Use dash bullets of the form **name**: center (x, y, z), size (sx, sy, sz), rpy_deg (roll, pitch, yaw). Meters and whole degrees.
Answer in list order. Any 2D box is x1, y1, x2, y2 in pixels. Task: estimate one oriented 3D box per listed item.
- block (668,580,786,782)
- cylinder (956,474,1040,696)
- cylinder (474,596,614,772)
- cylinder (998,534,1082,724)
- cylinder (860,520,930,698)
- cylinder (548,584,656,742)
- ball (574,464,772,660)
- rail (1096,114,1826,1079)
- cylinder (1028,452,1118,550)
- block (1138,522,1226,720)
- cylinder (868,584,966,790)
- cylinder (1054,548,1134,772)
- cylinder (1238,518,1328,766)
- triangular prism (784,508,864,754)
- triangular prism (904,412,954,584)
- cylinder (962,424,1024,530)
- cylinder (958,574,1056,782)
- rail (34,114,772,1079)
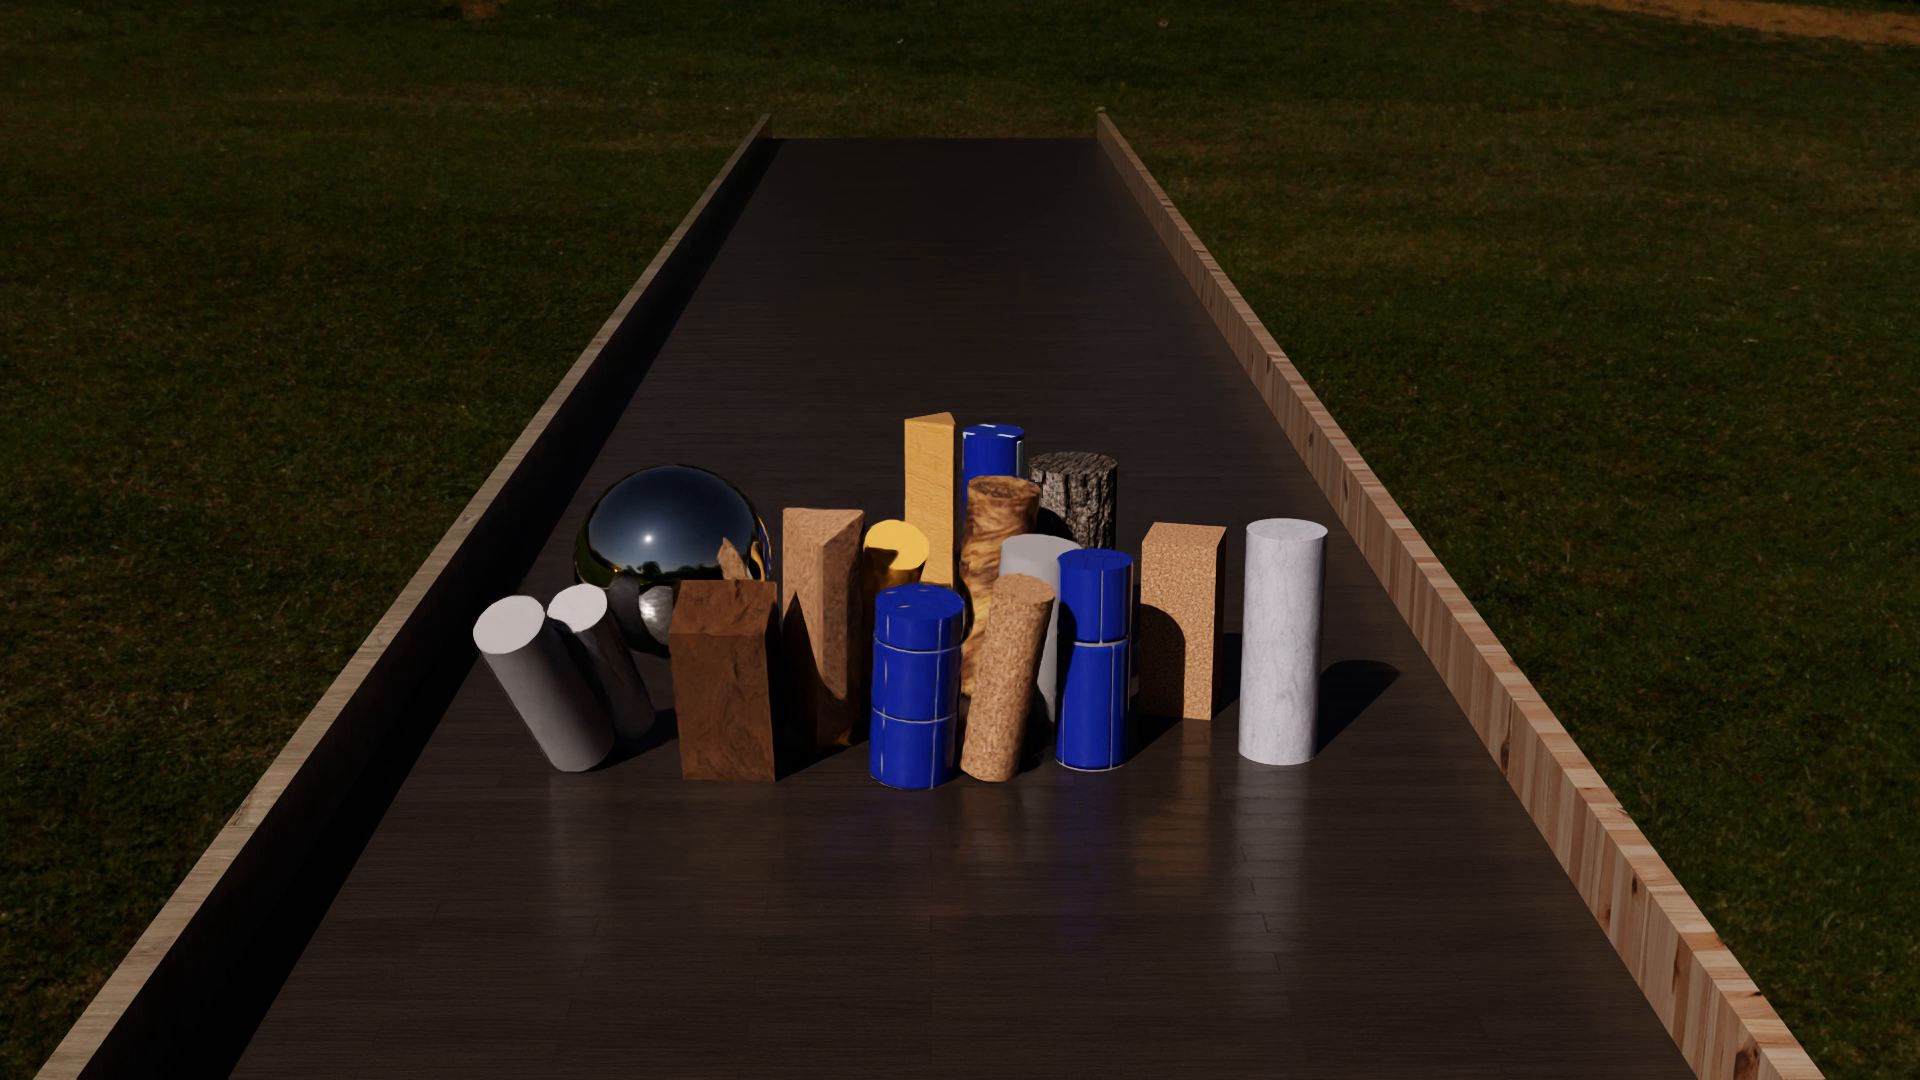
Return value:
- **block**: center (-0.399, 0.244, 3.803), size (0.162, 0.311, 0.162), rpy_deg (1, 33, 3)
- **cylinder**: center (0.063, 0.089, 4.194), size (0.137, 0.404, 0.137), rpy_deg (5, 20, -2)
- **cylinder**: center (-0.709, 0.250, 3.767), size (0.125, 0.343, 0.125), rpy_deg (-9, 48, 10)
- **cylinder**: center (0.138, 0.165, 4.090), size (0.152, 0.319, 0.152), rpy_deg (5, 19, -2)
- **cylinder**: center (-0.158, 0.133, 4.101), size (0.118, 0.389, 0.118), rpy_deg (9, 48, -10)
- **cylinder**: center (-0.630, 0.221, 3.885), size (0.106, 0.329, 0.106), rpy_deg (-6, 50, 7)
- **ball**: center (-0.518, 0.040, 3.979), size (0.358, 0.358, 0.358), rpy_deg (0, 17, 0)
- **rail**: center (0.932, -0.844, 7.801), size (0.050, 0.150, 12.000), rpy_deg (0, 17, -1)
- **cylinder**: center (0.221, 0.040, 4.387), size (0.177, 0.401, 0.177), rpy_deg (0, 17, 0)
- **block**: center (0.418, 0.151, 4.130), size (0.137, 0.336, 0.137), rpy_deg (4, 17, 14)
- **cylinder**: center (-0.076, 0.253, 3.790), size (0.154, 0.320, 0.154), rpy_deg (3, 21, -1)
- **cylinder**: center (0.235, 0.211, 3.870), size (0.131, 0.370, 0.131), rpy_deg (0, 17, 0)
- **cylinder**: center (0.571, 0.180, 3.897), size (0.141, 0.414, 0.141), rpy_deg (0, 17, 0)
- **triangular prism**: center (-0.227, 0.151, 3.901), size (0.121, 0.436, 0.139), rpy_deg (-15, 35, -27)
- **triangular prism**: center (-0.046, -0.096, 4.909), size (0.121, 0.366, 0.105), rpy_deg (7, 18, 22)
- **cylinder**: center (0.070, -0.034, 4.636), size (0.129, 0.401, 0.129), rpy_deg (0, 17, 0)
- **cylinder**: center (0.080, 0.238, 3.781), size (0.105, 0.353, 0.105), rpy_deg (9, 25, -4)
- **rail**: center (-1.118, -0.838, 7.780), size (0.050, 0.150, 12.000), rpy_deg (0, 17, -1)
